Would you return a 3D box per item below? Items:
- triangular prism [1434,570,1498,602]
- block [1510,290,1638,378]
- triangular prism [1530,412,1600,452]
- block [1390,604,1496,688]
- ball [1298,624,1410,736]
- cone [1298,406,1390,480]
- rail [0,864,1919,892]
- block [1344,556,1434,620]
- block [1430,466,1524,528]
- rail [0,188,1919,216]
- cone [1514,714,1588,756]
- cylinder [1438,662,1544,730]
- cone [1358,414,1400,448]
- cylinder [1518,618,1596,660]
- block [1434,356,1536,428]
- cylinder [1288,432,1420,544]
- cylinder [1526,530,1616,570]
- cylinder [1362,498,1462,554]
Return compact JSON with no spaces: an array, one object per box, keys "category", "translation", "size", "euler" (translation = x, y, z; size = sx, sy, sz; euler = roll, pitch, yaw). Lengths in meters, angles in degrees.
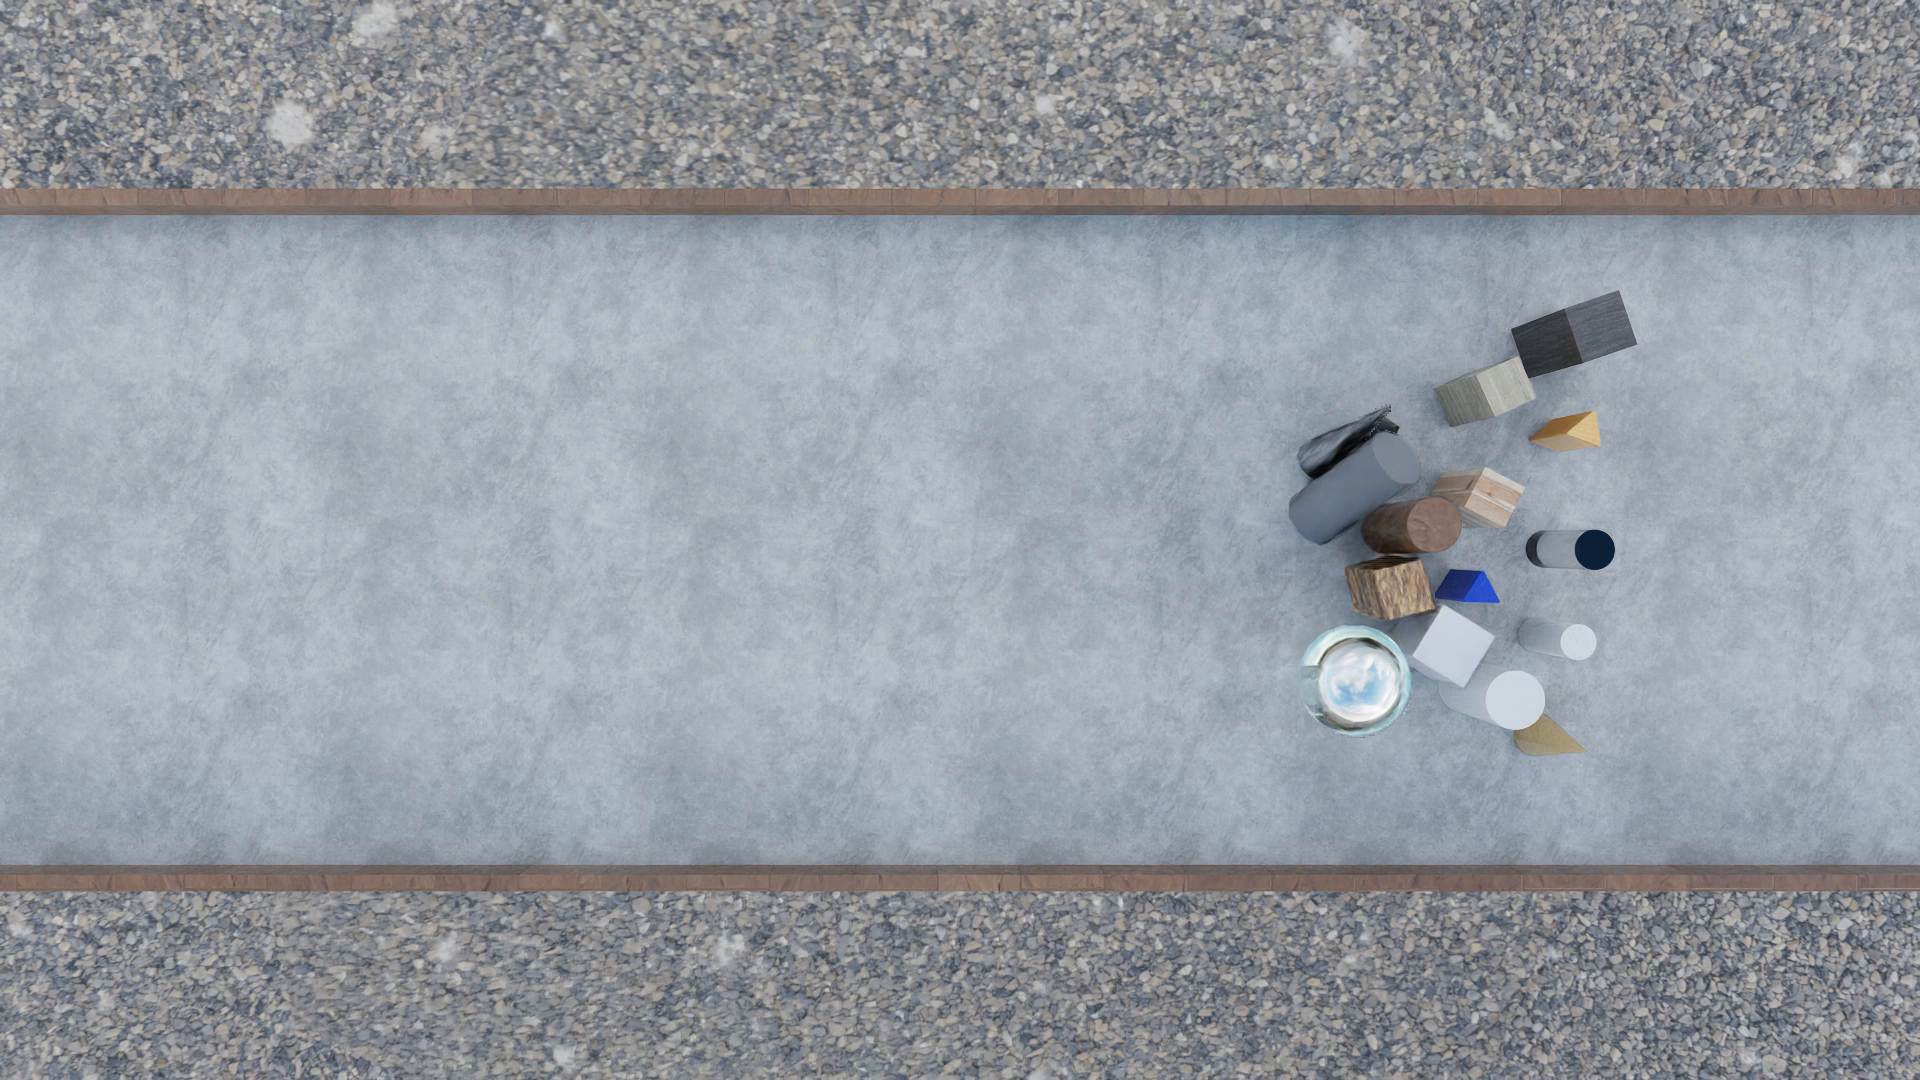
[{"category":"triangular prism","translation":[1.511,0.134,4.924],"size":[0.103,0.306,0.089],"euler":[2,90,0]},{"category":"block","translation":[1.798,-0.599,4.851],"size":[0.162,0.450,0.162],"euler":[-19,90,0]},{"category":"triangular prism","translation":[1.815,-0.331,4.917],"size":[0.102,0.319,0.088],"euler":[21,90,0]},{"category":"block","translation":[1.419,0.306,4.908],"size":[0.174,0.337,0.174],"euler":[32,90,0]},{"category":"ball","translation":[1.147,0.407,4.799],"size":[0.320,0.320,0.320],"euler":[0,90,0]},{"category":"cone","translation":[1.157,-0.314,4.860],"size":[0.133,0.417,0.133],"euler":[6,69,-17]},{"category":"rail","translation":[-2.247,1.025,5.001],"size":[12.000,0.150,0.050],"euler":[0,90,0]},{"category":"block","translation":[1.273,0.139,4.906],"size":[0.147,0.334,0.147],"euler":[-13,92,-1]},{"category":"block","translation":[1.512,-0.121,4.868],"size":[0.127,0.416,0.127],"euler":[28,90,0]},{"category":"rail","translation":[-2.247,-1.025,5.002],"size":[12.000,0.150,0.050],"euler":[0,90,0]},{"category":"cone","translation":[1.771,0.597,4.862],"size":[0.136,0.429,0.136],"euler":[0,90,0]},{"category":"cylinder","translation":[1.555,0.448,4.848],"size":[0.167,0.457,0.167],"euler":[0,90,0]},{"category":"cone","translation":[1.274,-0.326,4.926],"size":[0.132,0.301,0.132],"euler":[0,90,0]},{"category":"cylinder","translation":[1.770,0.292,4.898],"size":[0.103,0.357,0.103],"euler":[0,90,0]},{"category":"block","translation":[1.543,-0.434,4.865],"size":[0.130,0.423,0.130],"euler":[-25,90,0]},{"category":"cylinder","translation":[1.161,-0.150,4.882],"size":[0.175,0.370,0.175],"euler":[18,53,-25]},{"category":"cylinder","translation":[1.799,0.028,4.875],"size":[0.116,0.404,0.116],"euler":[0,90,0]},{"category":"cylinder","translation":[1.322,-0.038,4.851],"size":[0.156,0.443,0.156],"euler":[0,89,-3]}]
